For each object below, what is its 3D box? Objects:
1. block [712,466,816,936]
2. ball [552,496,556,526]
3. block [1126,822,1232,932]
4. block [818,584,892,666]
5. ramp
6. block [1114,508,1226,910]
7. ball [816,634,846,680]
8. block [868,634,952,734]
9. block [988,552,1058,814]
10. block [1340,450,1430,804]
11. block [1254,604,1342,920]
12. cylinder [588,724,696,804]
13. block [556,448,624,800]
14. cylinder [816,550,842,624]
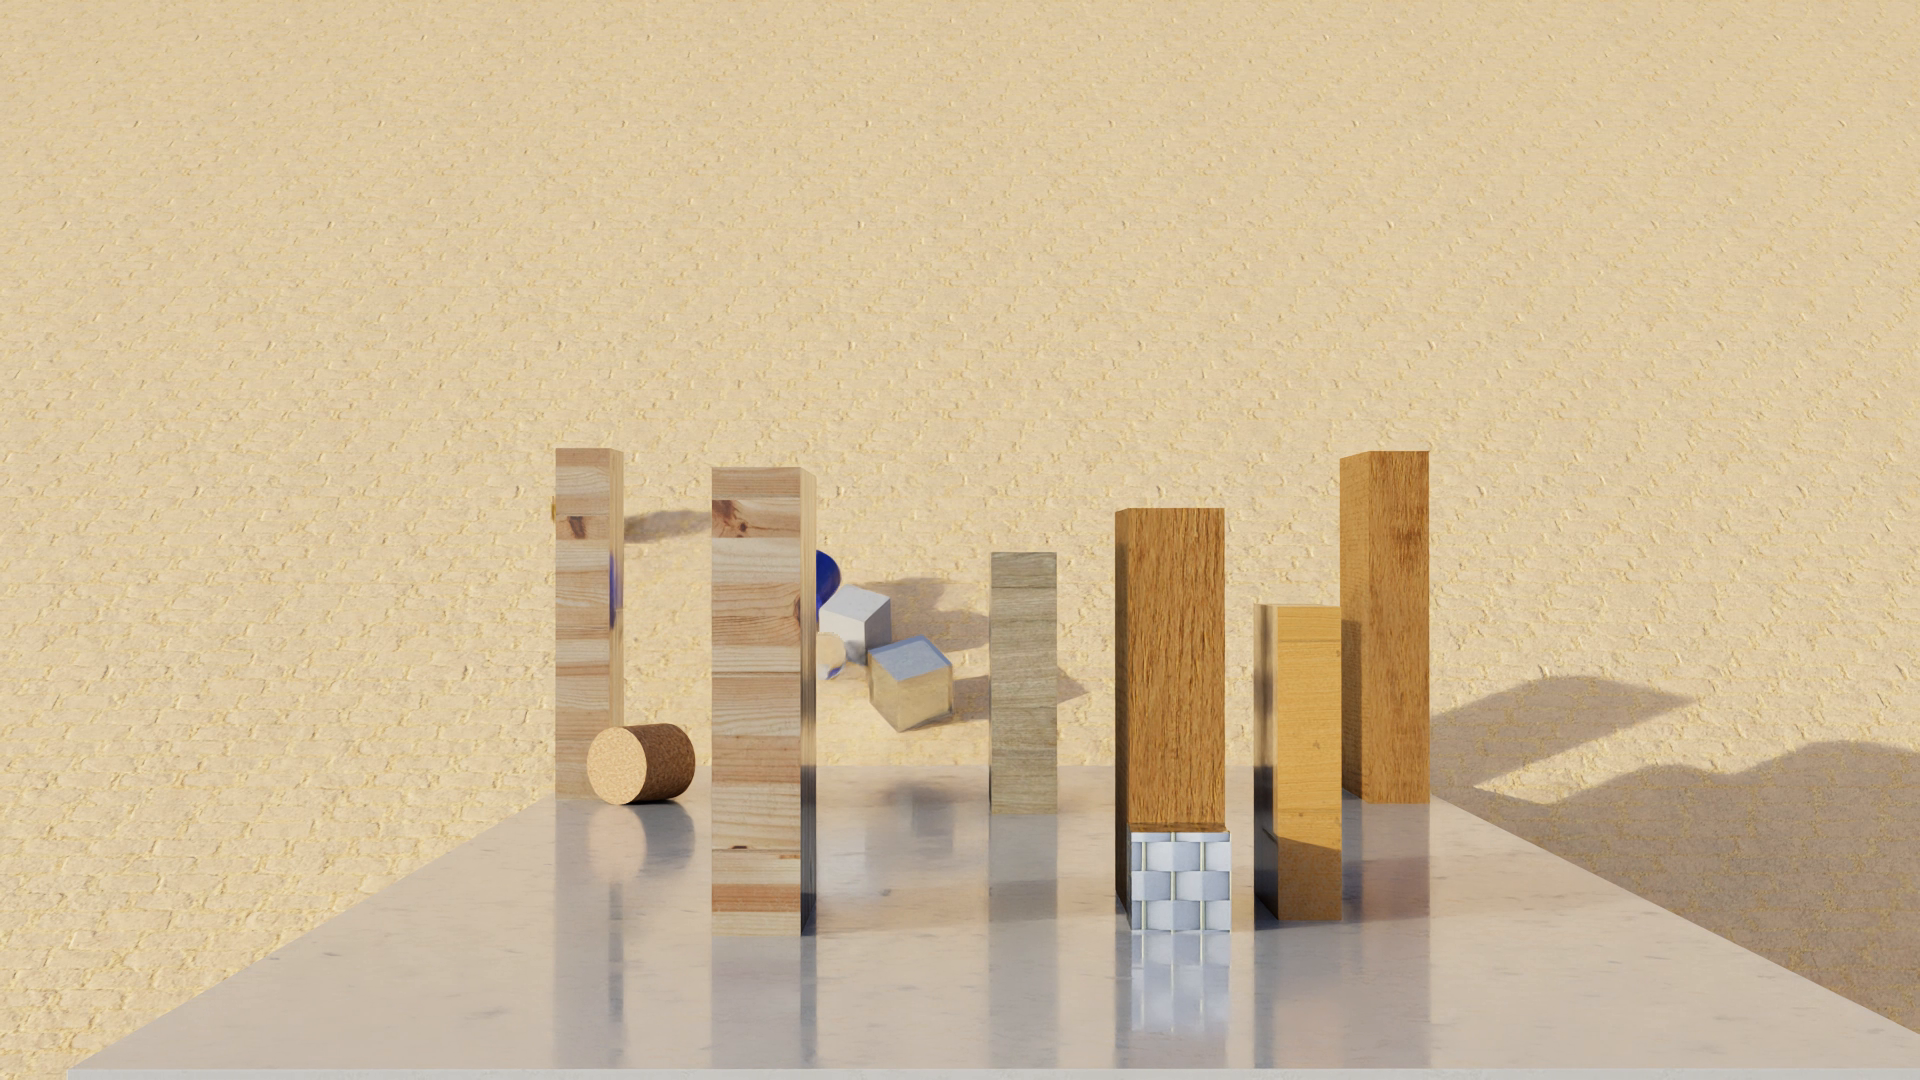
[{"bbox_3d":[-0.288,0.229,3.855,0.125,0.662,0.407,0,0,0],"label":"block"},{"bbox_3d":[-1.138,-0.087,7.788,0.180,0.180,0.180,0,31,0],"label":"ball"},{"bbox_3d":[0.316,0.488,3.759,0.142,0.142,0.142,0,0,1],"label":"block"},{"bbox_3d":[-0.294,0.239,7.285,0.147,0.147,0.147,16,35,24],"label":"block"},{"bbox_3d":[0.070,0.617,4.695,2.000,0.100,4.000,0,0,0],"label":"ramp"},{"bbox_3d":[0.321,0.257,4.005,0.142,0.607,0.344,0,0,0],"label":"block"},{"bbox_3d":[-0.378,0.322,7.165,0.129,0.129,0.129,0,31,0],"label":"ball"},{"bbox_3d":[-0.134,0.388,7.017,0.169,0.169,0.169,-16,35,-25],"label":"block"},{"bbox_3d":[0.134,0.301,5.634,0.137,0.547,0.440,0,0,0],"label":"block"},{"bbox_3d":[0.957,0.192,5.861,0.132,0.769,0.431,0,0,0],"label":"block"},{"bbox_3d":[0.514,0.330,3.968,0.094,0.461,0.313,0,0,0],"label":"block"},{"bbox_3d":[-0.700,0.491,5.694,0.169,0.169,0.169,22,11,31],"label":"cylinder"},{"bbox_3d":[-0.836,0.187,5.856,0.120,0.780,0.240,0,0,0],"label":"block"},{"bbox_3d":[-0.448,0.141,7.423,0.170,0.170,0.170,8,32,13],"label":"cylinder"}]
